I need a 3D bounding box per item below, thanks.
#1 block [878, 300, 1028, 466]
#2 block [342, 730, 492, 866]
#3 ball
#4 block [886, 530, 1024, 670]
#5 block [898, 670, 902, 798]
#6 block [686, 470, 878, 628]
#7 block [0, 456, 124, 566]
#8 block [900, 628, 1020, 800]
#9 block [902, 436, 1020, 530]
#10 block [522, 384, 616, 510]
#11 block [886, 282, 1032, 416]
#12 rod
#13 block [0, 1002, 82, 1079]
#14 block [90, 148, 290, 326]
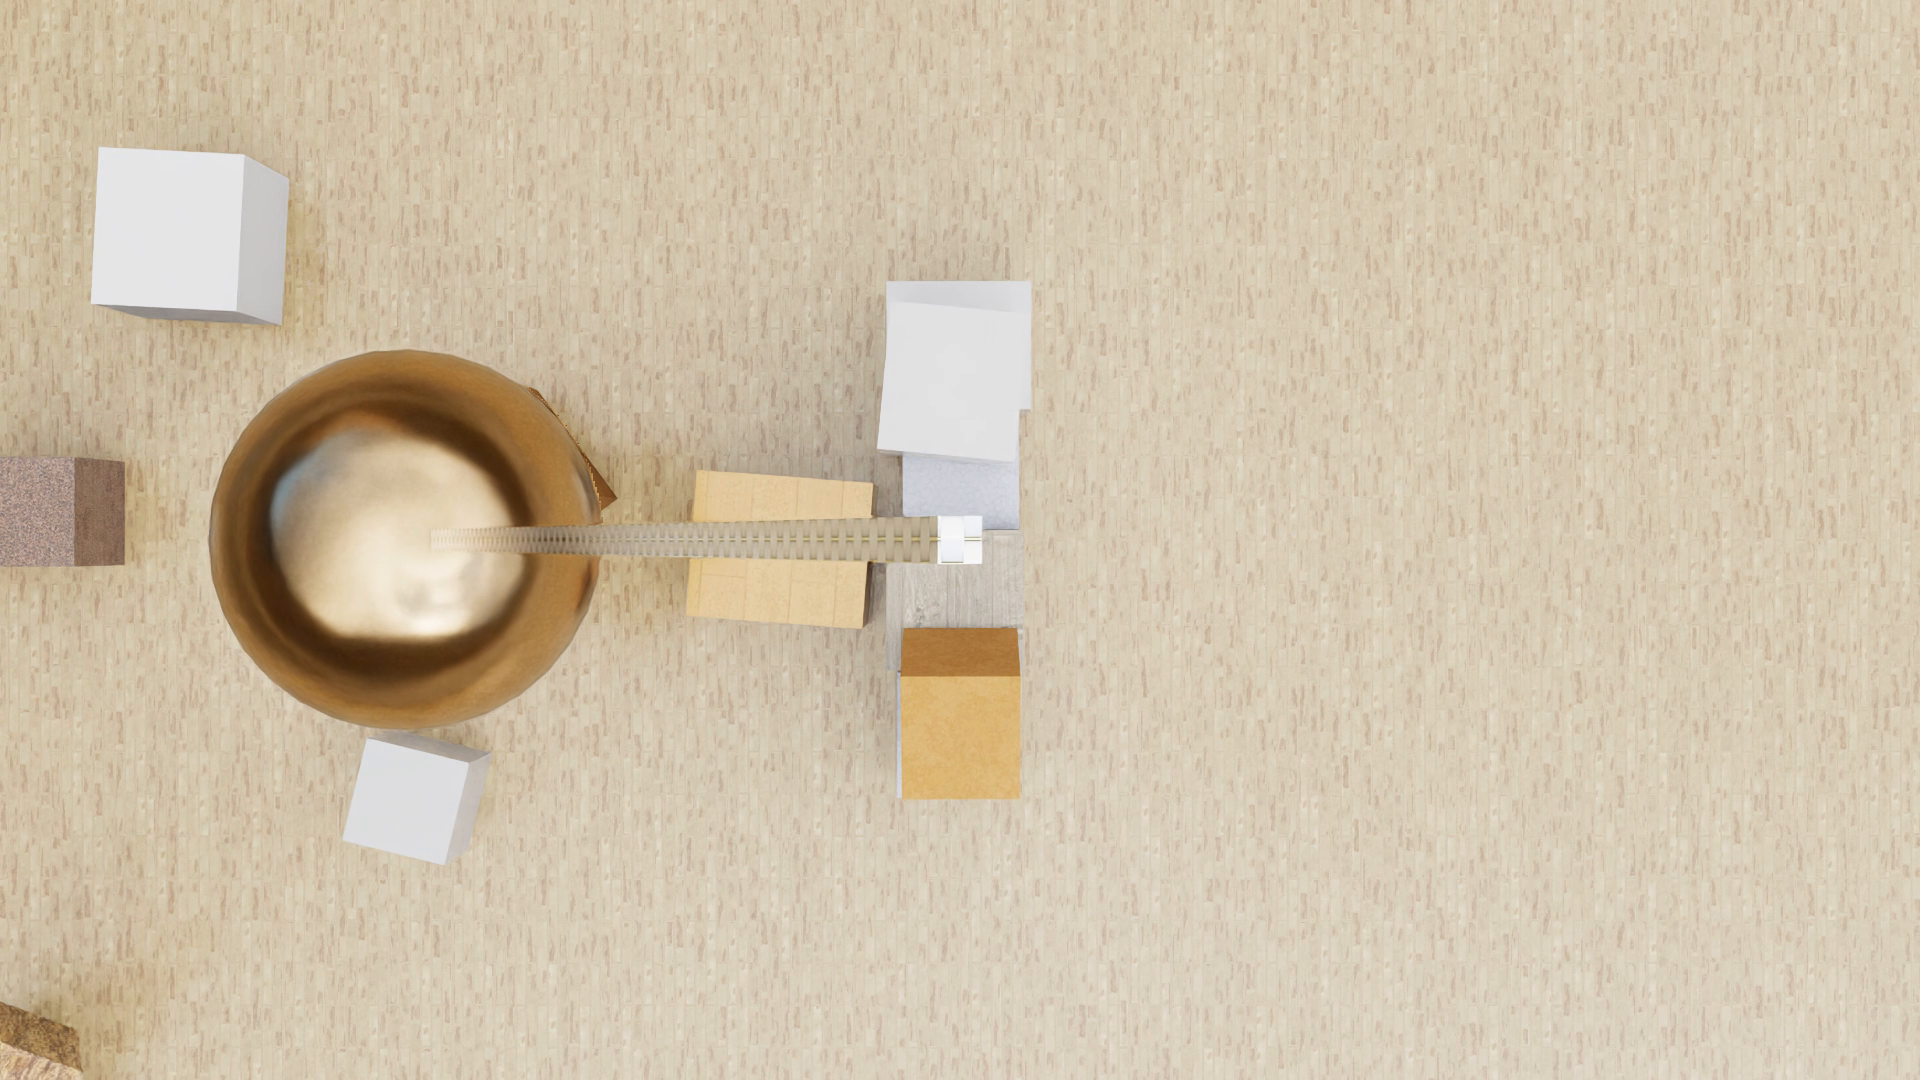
[{"bbox_3d":[-0.037,-0.832,11.888,0.724,0.738,0.779,5,90,0],"label":"block"},{"bbox_3d":[-3.127,1.476,12.702,0.594,0.595,0.594,14,90,0],"label":"block"},{"bbox_3d":[-2.309,0.000,9.217,1.600,1.600,1.600,0,90,0],"label":"ball"},{"bbox_3d":[-0.029,0.334,12.585,0.757,0.831,0.779,0,90,0],"label":"block"},{"bbox_3d":[-0.011,1.093,12.656,0.682,0.687,0.700,0,90,0],"label":"block"},{"bbox_3d":[-0.999,0.052,12.588,0.978,0.825,0.811,4,90,0],"label":"block"},{"bbox_3d":[-5.289,-0.158,12.631,0.702,0.739,0.612,0,90,0],"label":"block"},{"bbox_3d":[0.004,0.929,11.866,0.624,0.705,0.700,0,109,0],"label":"block"},{"bbox_3d":[0.006,-0.390,12.676,0.653,0.649,0.664,0,90,0],"label":"block"},{"bbox_3d":[-2.530,-0.366,12.616,0.671,0.768,0.797,-37,90,0],"label":"block"},{"bbox_3d":[-0.007,-1.086,12.629,0.806,0.743,0.712,0,90,0],"label":"block"},{"bbox_3d":[-1.001,0.000,6.079,0.080,5.200,0.080,0,90,-23],"label":"rod"},{"bbox_3d":[-5.378,3.039,12.519,0.505,0.553,0.508,31,89,-28],"label":"block"},{"bbox_3d":[-4.390,-1.722,12.591,0.807,0.818,0.869,3,90,0],"label":"block"}]
